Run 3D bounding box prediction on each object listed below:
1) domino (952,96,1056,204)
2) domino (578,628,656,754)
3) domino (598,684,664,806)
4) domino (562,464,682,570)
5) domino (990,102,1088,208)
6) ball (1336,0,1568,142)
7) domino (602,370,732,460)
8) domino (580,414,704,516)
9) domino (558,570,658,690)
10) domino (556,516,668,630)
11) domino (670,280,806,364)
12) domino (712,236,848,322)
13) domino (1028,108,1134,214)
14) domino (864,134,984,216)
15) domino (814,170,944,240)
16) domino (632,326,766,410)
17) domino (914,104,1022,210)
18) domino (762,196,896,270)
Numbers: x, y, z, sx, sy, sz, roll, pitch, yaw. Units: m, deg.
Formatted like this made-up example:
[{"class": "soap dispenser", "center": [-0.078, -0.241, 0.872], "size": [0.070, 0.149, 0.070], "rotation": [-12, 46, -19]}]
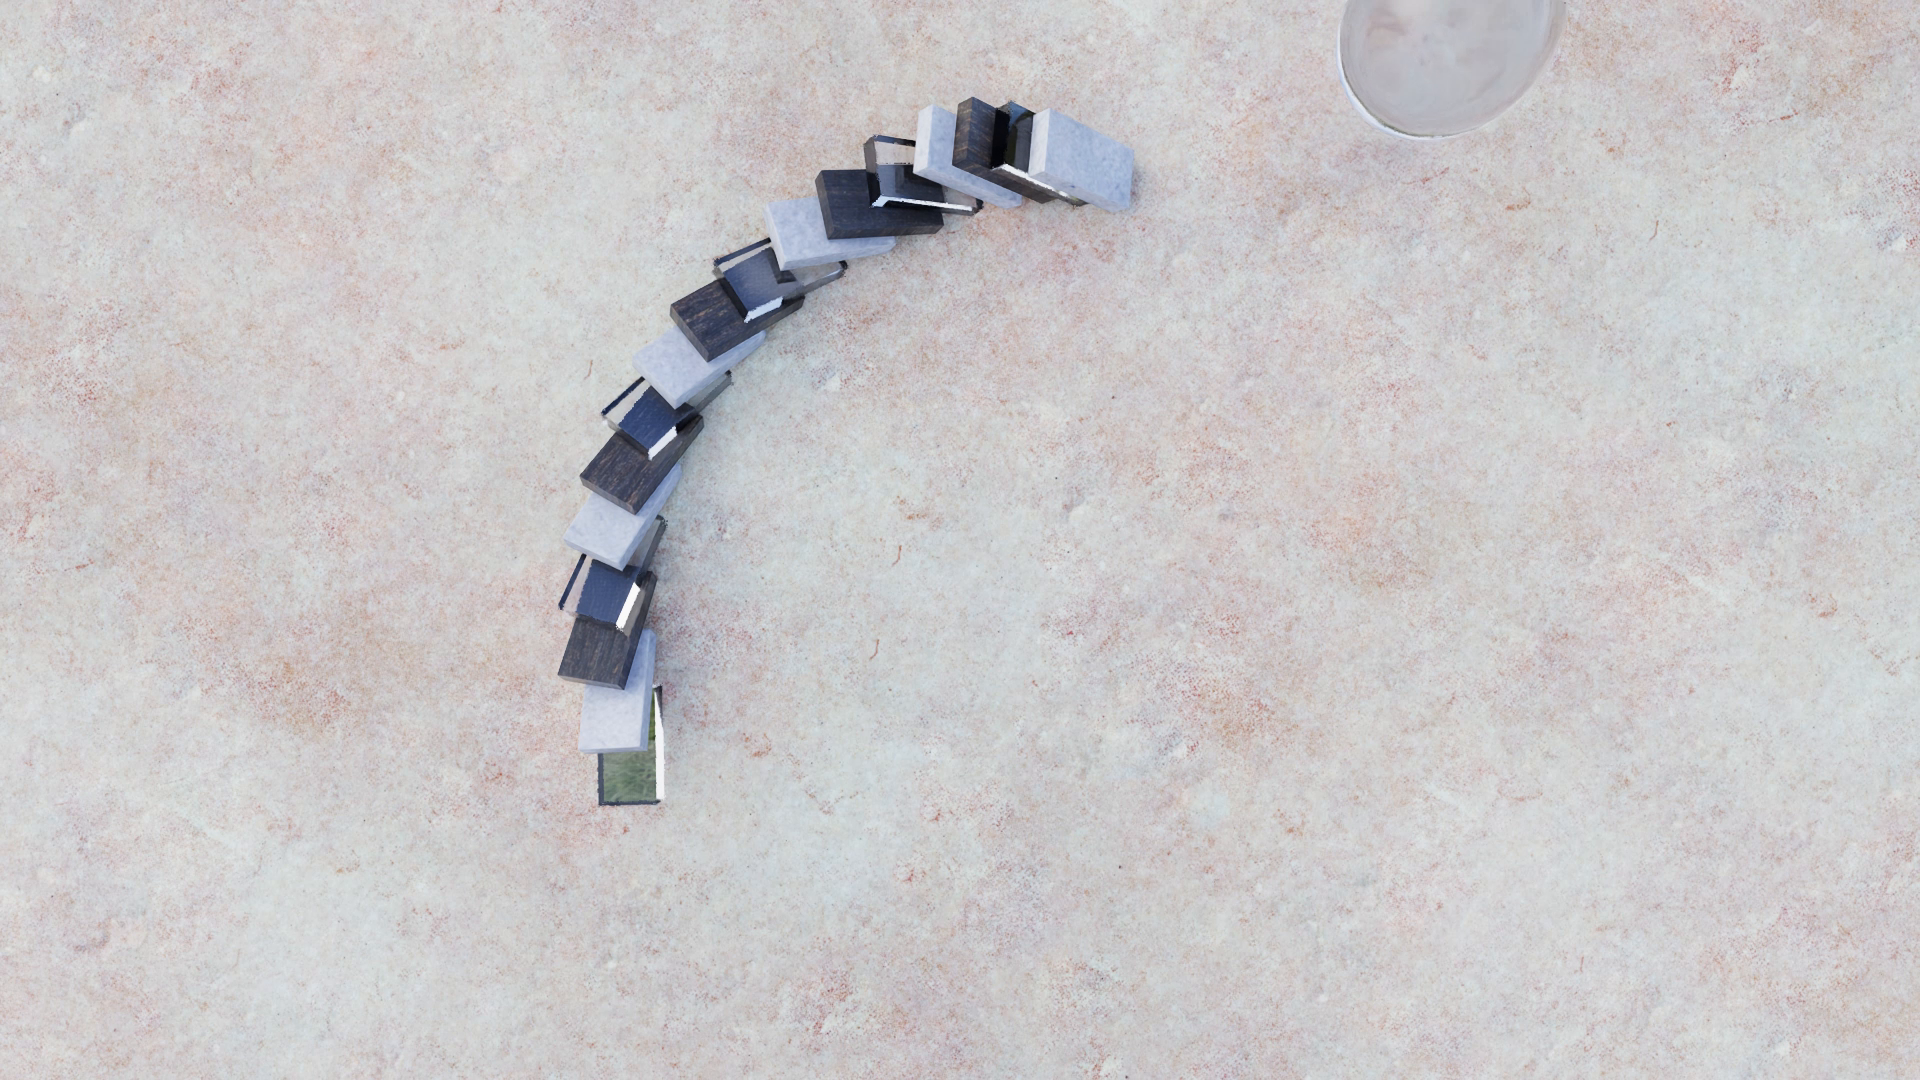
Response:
[{"class": "domino", "center": [0.020, -0.161, 0.381], "size": [0.050, 0.010, 0.025], "rotation": [6, 89, -38]}, {"class": "domino", "center": [-0.143, 0.063, 0.385], "size": [0.025, 0.010, 0.050], "rotation": [-3, 66, -1]}, {"class": "domino", "center": [-0.142, 0.088, 0.395], "size": [0.025, 0.010, 0.050], "rotation": [-1, 90, 0]}, {"class": "domino", "center": [-0.141, -0.015, 0.386], "size": [0.025, 0.010, 0.050], "rotation": [25, 66, 0]}, {"class": "domino", "center": [0.036, -0.159, 0.381], "size": [0.050, 0.010, 0.025], "rotation": [5, 90, -38]}, {"class": "ball", "center": [0.191, -0.200, 0.360], "size": [0.080, 0.080, 0.080], "rotation": [0, 90, 0]}, {"class": "domino", "center": [-0.123, -0.060, 0.385], "size": [0.025, 0.009, 0.050], "rotation": [39, 65, 0]}, {"class": "domino", "center": [-0.133, -0.038, 0.385], "size": [0.025, 0.009, 0.050], "rotation": [30, 65, 0]}, {"class": "domino", "center": [-0.148, 0.036, 0.386], "size": [0.025, 0.010, 0.050], "rotation": [9, 67, 0]}, {"class": "domino", "center": [-0.146, 0.010, 0.386], "size": [0.025, 0.009, 0.050], "rotation": [16, 67, 0]}, {"class": "domino", "center": [-0.093, -0.098, 0.385], "size": [0.050, 0.010, 0.025], "rotation": [-38, 90, -25]}, {"class": "domino", "center": [-0.075, -0.114, 0.385], "size": [0.050, 0.010, 0.025], "rotation": [-33, 90, -25]}, {"class": "domino", "center": [0.051, -0.157, 0.381], "size": [0.050, 0.010, 0.025], "rotation": [5, 90, -38]}, {"class": "domino", "center": [-0.015, -0.152, 0.383], "size": [0.050, 0.010, 0.025], "rotation": [-7, 90, -33]}, {"class": "domino", "center": [-0.033, -0.141, 0.385], "size": [0.050, 0.010, 0.025], "rotation": [-12, 90, -26]}, {"class": "domino", "center": [-0.109, -0.080, 0.385], "size": [0.025, 0.010, 0.050], "rotation": [45, 65, 0]}, {"class": "domino", "center": [0.005, -0.158, 0.381], "size": [0.050, 0.009, 0.025], "rotation": [5, 90, -38]}, {"class": "domino", "center": [-0.055, -0.131, 0.385], "size": [0.050, 0.010, 0.025], "rotation": [-18, 90, -24]}]
